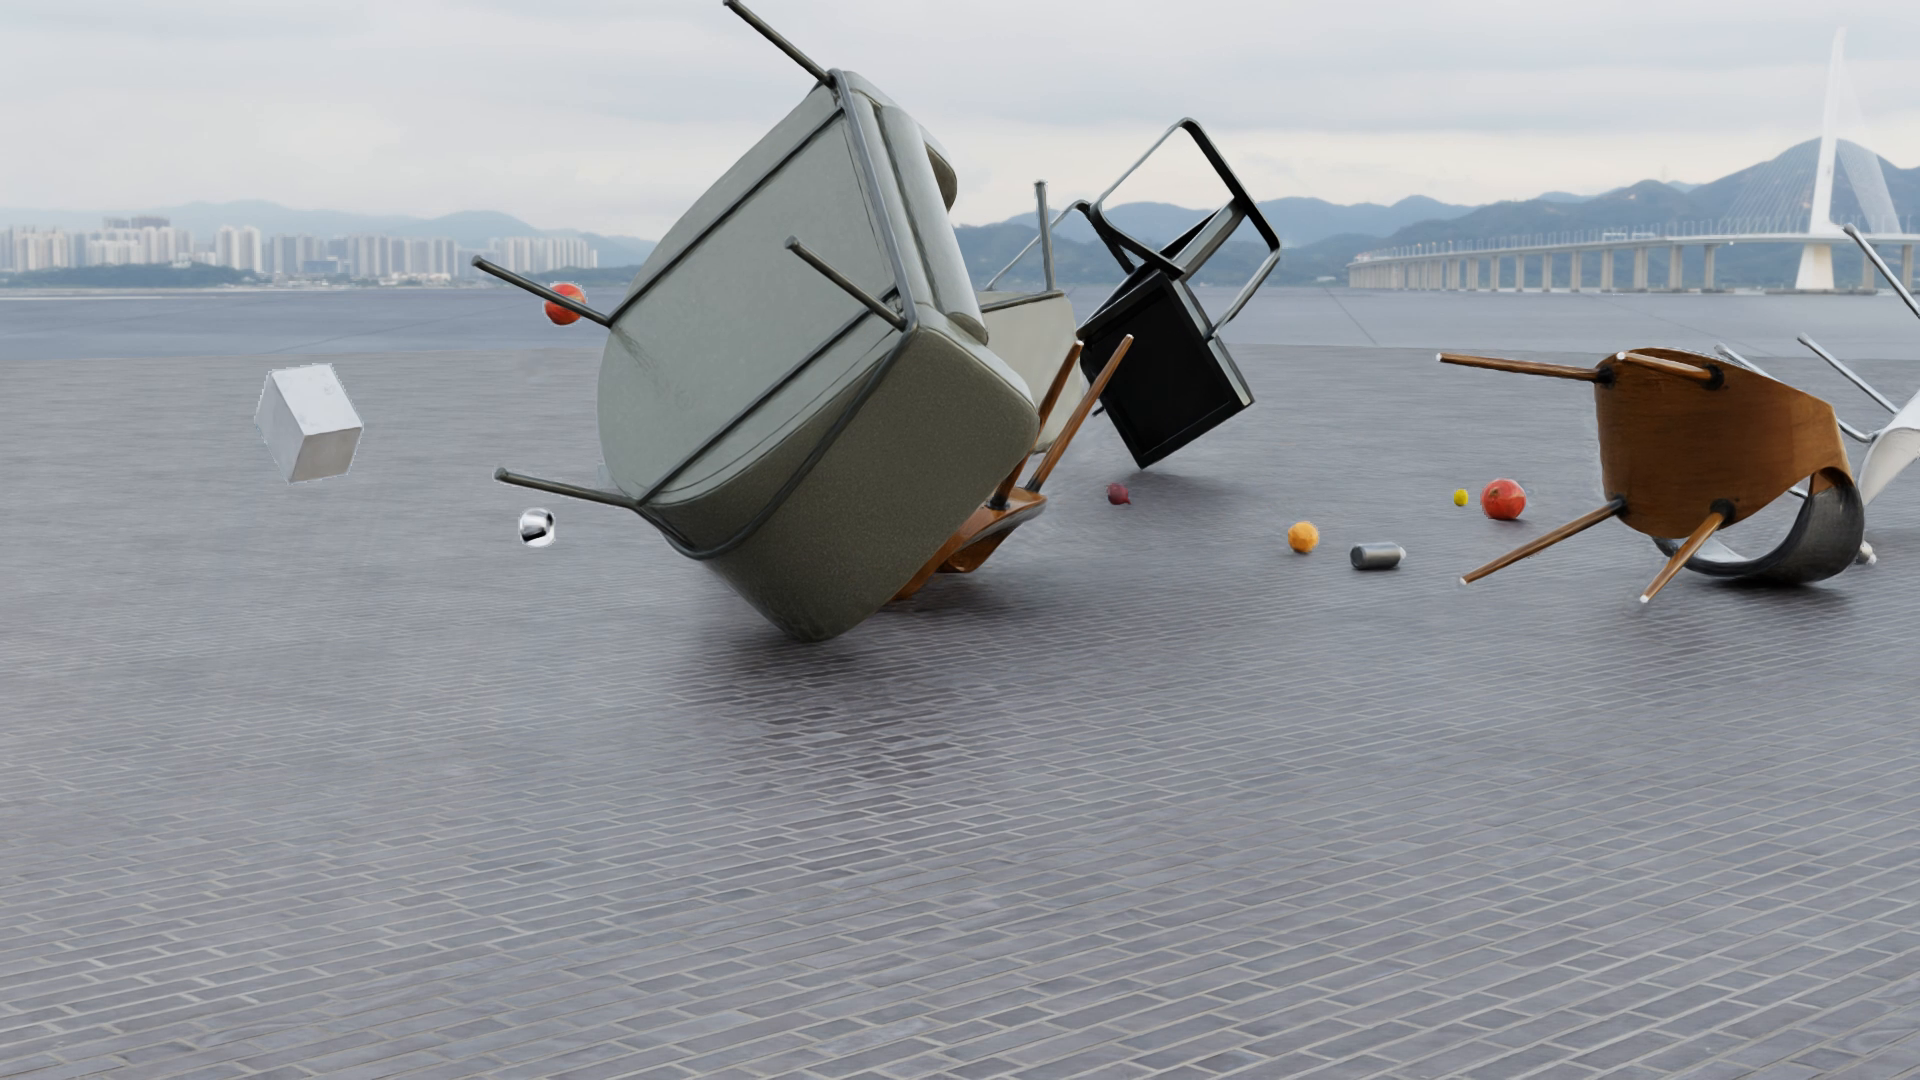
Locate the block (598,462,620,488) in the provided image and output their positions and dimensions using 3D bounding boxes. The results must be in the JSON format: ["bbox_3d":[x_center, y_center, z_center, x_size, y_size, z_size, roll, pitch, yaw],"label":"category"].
[{"bbox_3d":[-1.096,-0.204,8.030,0.072,0.074,0.106,-1,6,-8],"label":"block"}]

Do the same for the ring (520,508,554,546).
[{"bbox_3d":[-0.874,-0.026,5.307,0.053,0.079,0.087,-6,-1,9],"label":"ring"}]

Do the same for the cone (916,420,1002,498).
[{"bbox_3d":[0.031,-0.188,7.607,0.220,0.256,0.297,29,29,1],"label":"cone"}]

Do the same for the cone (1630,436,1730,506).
[{"bbox_3d":[2.018,-0.188,7.110,0.251,0.151,0.228,3,49,42],"label":"cone"}]

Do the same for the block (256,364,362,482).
[{"bbox_3d":[-1.427,-0.256,5.622,0.136,0.187,0.156,-13,-32,-38],"label":"block"}]

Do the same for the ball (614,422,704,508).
[{"bbox_3d":[-0.851,-0.212,7.257,0.248,0.248,0.248,0,6,0],"label":"ball"}]

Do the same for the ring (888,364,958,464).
[{"bbox_3d":[-0.121,-0.427,8.771,0.203,0.403,0.092,-34,-17,14],"label":"ring"}]
